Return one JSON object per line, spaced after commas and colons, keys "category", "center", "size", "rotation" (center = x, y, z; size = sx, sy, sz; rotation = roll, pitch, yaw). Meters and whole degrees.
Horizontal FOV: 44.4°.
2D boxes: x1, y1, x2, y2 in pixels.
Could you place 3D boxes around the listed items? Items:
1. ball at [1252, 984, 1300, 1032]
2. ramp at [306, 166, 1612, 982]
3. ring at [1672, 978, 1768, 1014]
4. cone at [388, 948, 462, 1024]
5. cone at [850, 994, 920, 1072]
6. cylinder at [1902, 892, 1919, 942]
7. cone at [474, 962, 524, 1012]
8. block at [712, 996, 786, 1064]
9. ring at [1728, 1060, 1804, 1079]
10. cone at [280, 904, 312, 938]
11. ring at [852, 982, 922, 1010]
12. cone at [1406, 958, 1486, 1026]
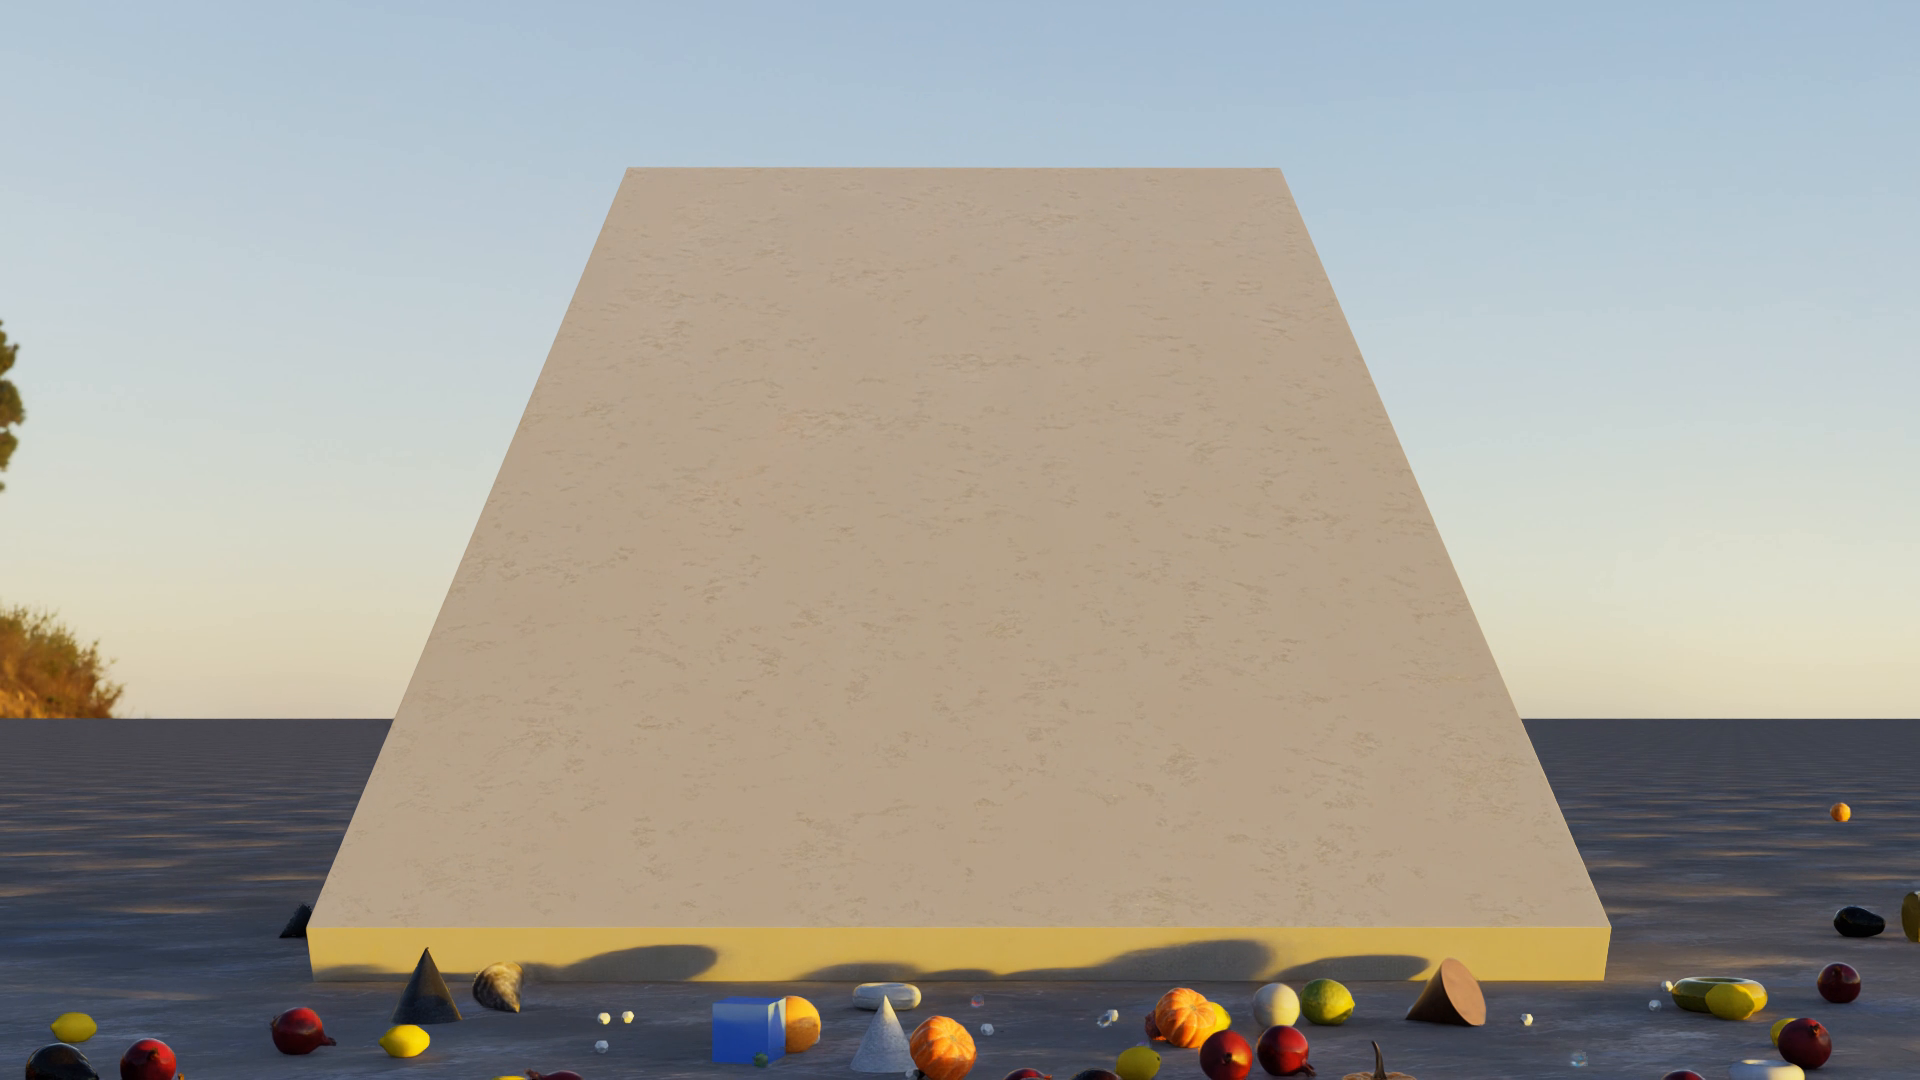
{"category": "ball", "center": [0.413, 0.611, 3.075], "size": [0.062, 0.062, 0.062], "rotation": [0, -4, 0]}
{"category": "ramp", "center": [-0.009, -0.229, 5.426], "size": [2.000, 0.100, 4.000], "rotation": [0, 26, 0]}
{"category": "ring", "center": [1.063, 0.637, 3.291], "size": [0.128, 0.043, 0.128], "rotation": [0, -5, 0]}
{"category": "cone", "center": [-0.725, 0.601, 3.192], "size": [0.098, 0.098, 0.098], "rotation": [0, -4, 0]}
{"category": "cone", "center": [-0.088, 0.577, 2.767], "size": [0.085, 0.085, 0.085], "rotation": [0, -4, 0]}
{"category": "cylinder", "center": [1.773, 0.684, 4.264], "size": [0.091, 0.091, 0.091], "rotation": [0, -4, -5]}
{"category": "cone", "center": [-0.631, 0.641, 3.287], "size": [0.075, 0.075, 0.075], "rotation": [3, 22, -35]}
{"category": "block", "center": [-0.253, 0.590, 2.831], "size": [0.069, 0.069, 0.069], "rotation": [-1, -4, 13]}
{"category": "ring", "center": [0.898, 0.596, 2.618], "size": [0.081, 0.027, 0.081], "rotation": [1, -4, 0]}
{"category": "cone", "center": [-1.234, 0.721, 4.359], "size": [0.067, 0.067, 0.067], "rotation": [-31, 16, -37]}
{"category": "ring", "center": [-0.104, 0.644, 3.317], "size": [0.098, 0.033, 0.098], "rotation": [1, -5, 0]}
{"category": "cone", "center": [0.638, 0.627, 3.167], "size": [0.098, 0.098, 0.098], "rotation": [-35, -23, 31]}
